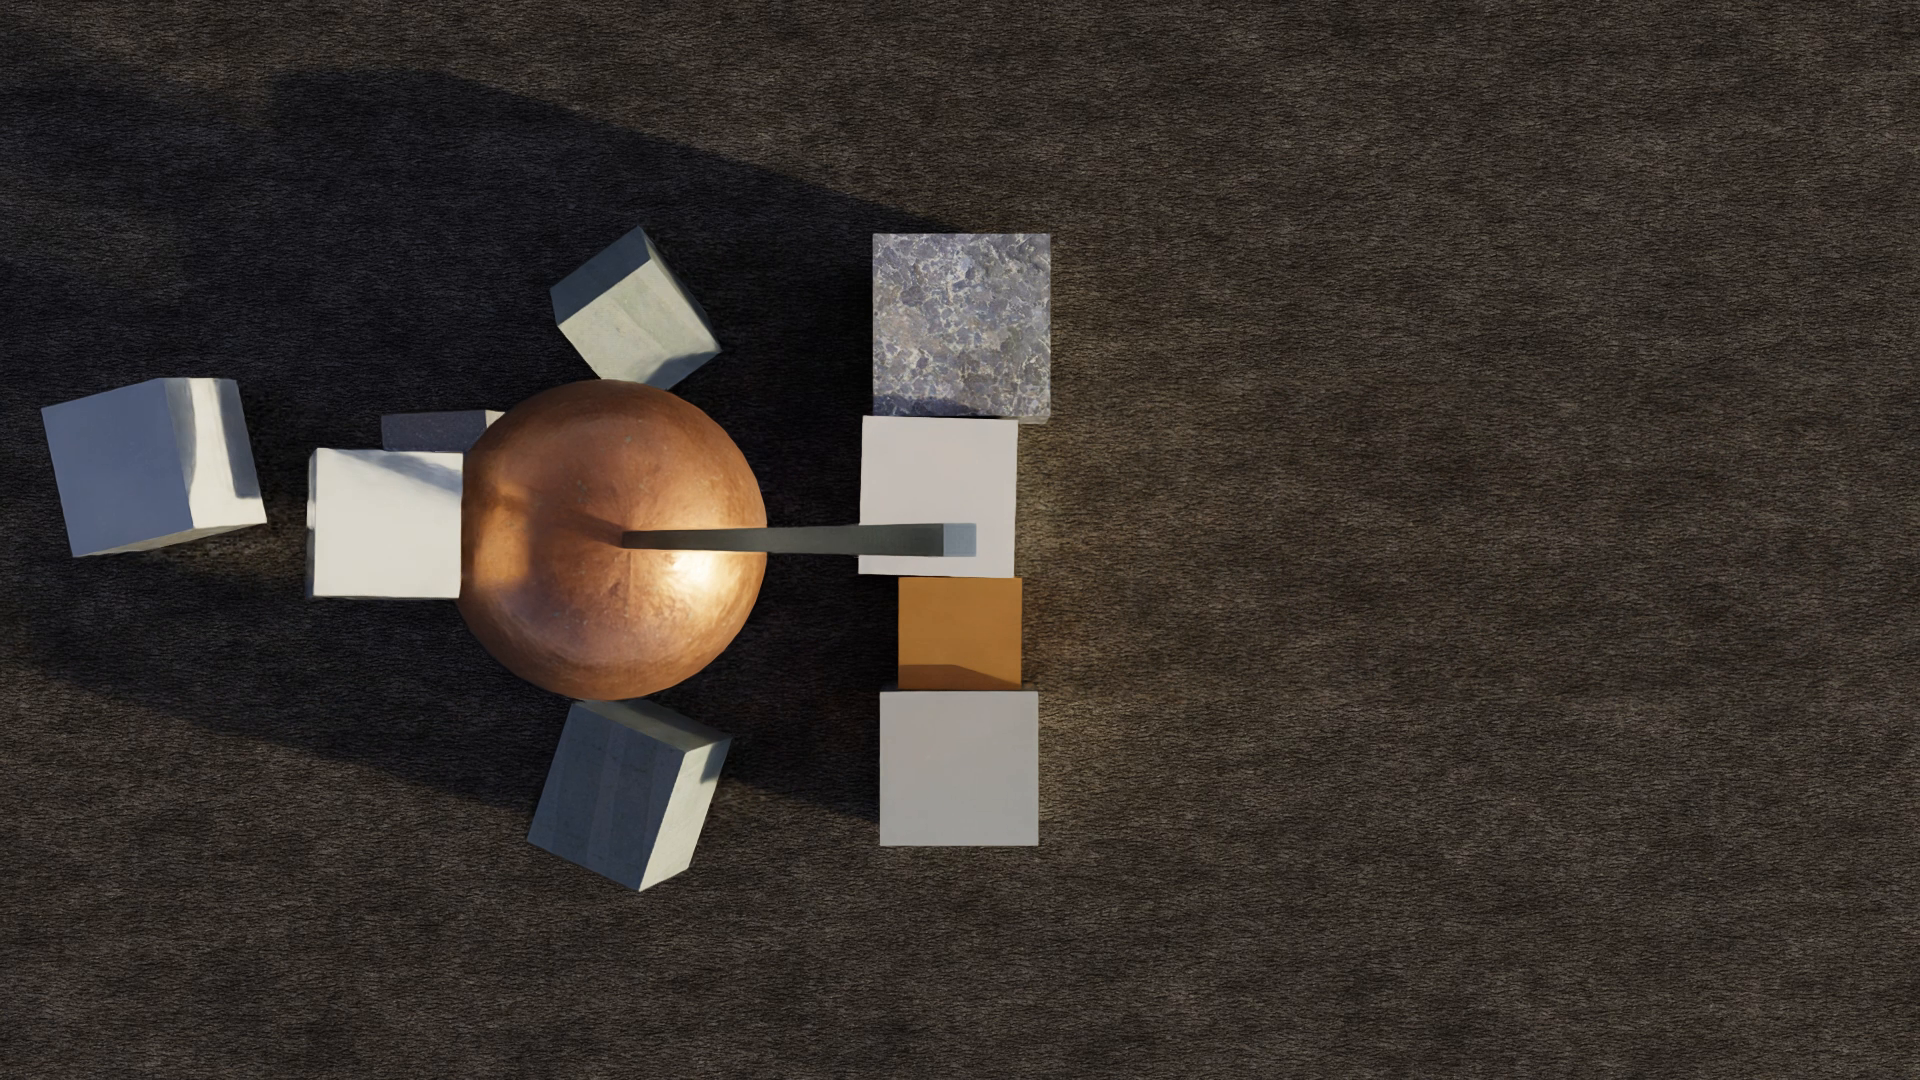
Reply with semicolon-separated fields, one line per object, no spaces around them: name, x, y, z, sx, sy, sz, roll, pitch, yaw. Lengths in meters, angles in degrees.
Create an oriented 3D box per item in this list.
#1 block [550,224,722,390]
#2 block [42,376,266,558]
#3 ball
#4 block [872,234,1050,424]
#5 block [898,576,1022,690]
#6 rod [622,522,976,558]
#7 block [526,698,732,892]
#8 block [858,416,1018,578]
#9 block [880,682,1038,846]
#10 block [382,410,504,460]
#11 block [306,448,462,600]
block;-1.851;-1.255;12.528;0.636;0.679;0.672;-35;117;3
block;-4.587;-0.419;12.551;0.799;0.714;0.852;-12;90;15
ball;-1.753;0.000;10.915;1.600;1.600;1.600;0;90;0
block;0.009;-1.188;12.572;0.981;0.856;1.007;0;90;0
block;0.000;0.523;12.646;0.687;0.708;0.627;0;90;0
rod;-0.760;0.000;7.663;0.080;5.200;0.080;0;90;-17
block;-1.873;1.412;12.523;0.724;0.702;0.835;21;98;14
block;-0.120;-0.236;12.519;0.850;0.962;0.866;2;90;0
block;-0.005;1.266;12.590;0.876;0.820;0.854;0;90;0
block;-2.863;-0.345;12.604;0.619;0.693;0.738;-2;90;10
block;-2.667;-0.061;10.165;0.638;0.585;0.656;2;87;-20
